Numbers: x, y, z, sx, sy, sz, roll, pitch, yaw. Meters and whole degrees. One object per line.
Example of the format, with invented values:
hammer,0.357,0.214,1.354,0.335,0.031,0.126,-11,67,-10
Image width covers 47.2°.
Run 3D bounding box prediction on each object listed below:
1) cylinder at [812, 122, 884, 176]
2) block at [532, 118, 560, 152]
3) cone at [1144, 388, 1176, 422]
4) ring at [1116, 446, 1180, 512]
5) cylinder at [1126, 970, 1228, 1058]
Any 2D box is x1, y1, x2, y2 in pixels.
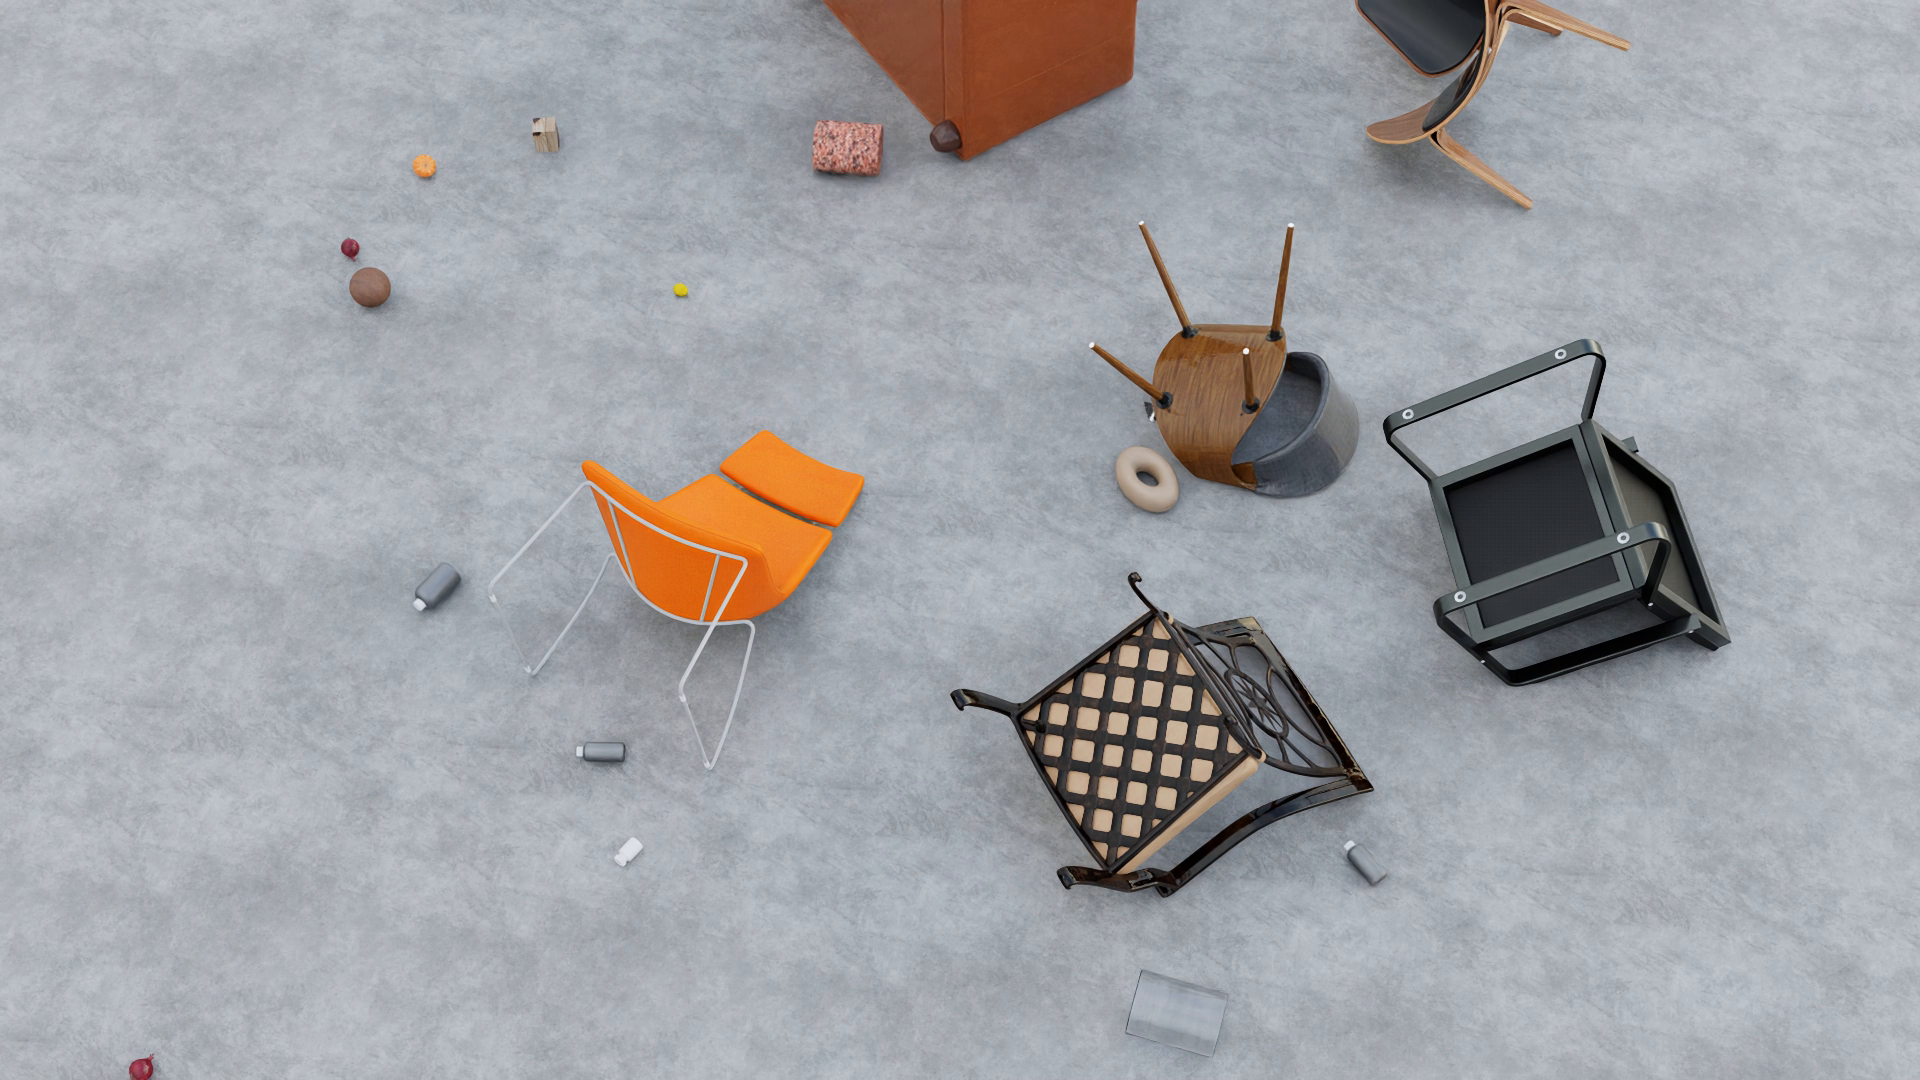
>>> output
cylinder,-0.375,-1.312,7.366,0.218,0.136,0.167,5,90,3
block,-1.400,-1.370,7.436,0.075,0.095,0.066,-3,56,-2
cone,0.633,-0.418,6.840,0.099,0.050,0.130,0,52,-17
ring,0.566,-0.184,6.647,0.170,0.087,0.242,-25,60,-18
cylinder,0.558,1.217,5.651,0.230,0.178,0.169,14,58,9
